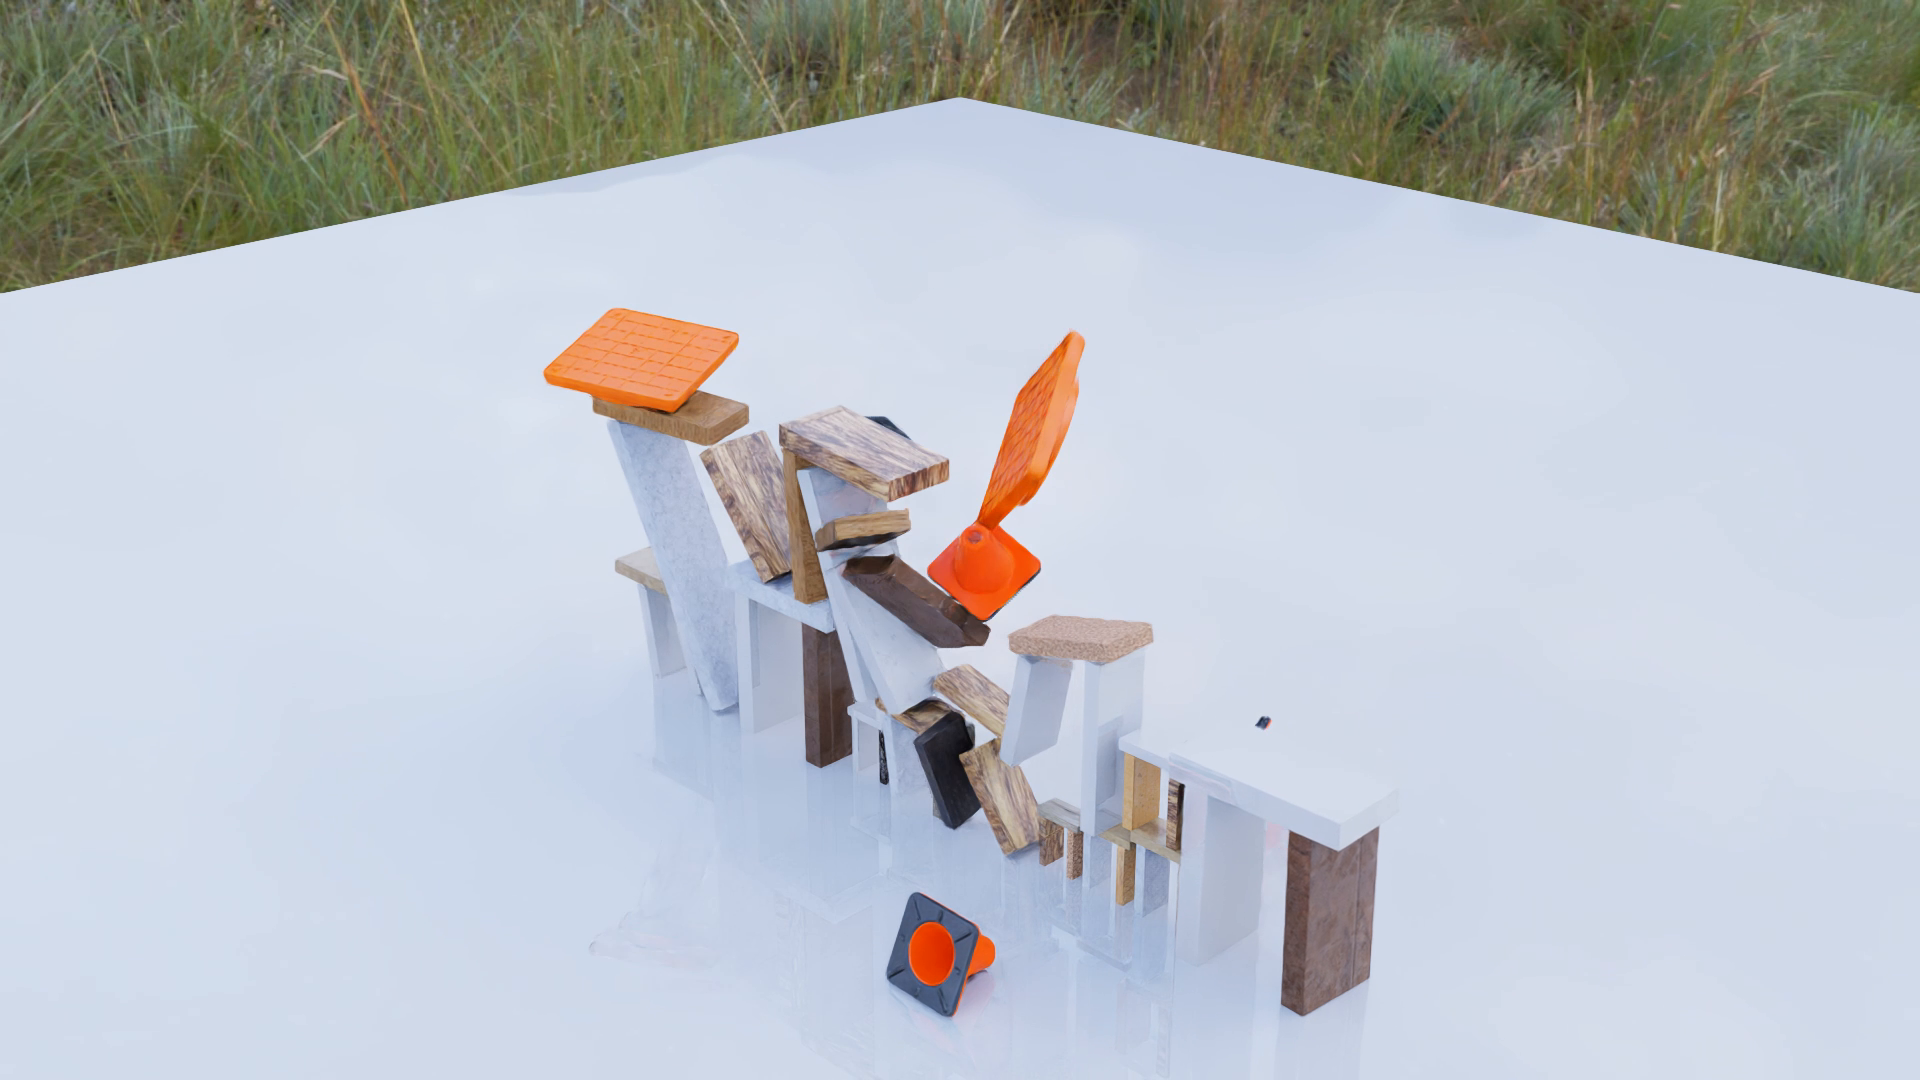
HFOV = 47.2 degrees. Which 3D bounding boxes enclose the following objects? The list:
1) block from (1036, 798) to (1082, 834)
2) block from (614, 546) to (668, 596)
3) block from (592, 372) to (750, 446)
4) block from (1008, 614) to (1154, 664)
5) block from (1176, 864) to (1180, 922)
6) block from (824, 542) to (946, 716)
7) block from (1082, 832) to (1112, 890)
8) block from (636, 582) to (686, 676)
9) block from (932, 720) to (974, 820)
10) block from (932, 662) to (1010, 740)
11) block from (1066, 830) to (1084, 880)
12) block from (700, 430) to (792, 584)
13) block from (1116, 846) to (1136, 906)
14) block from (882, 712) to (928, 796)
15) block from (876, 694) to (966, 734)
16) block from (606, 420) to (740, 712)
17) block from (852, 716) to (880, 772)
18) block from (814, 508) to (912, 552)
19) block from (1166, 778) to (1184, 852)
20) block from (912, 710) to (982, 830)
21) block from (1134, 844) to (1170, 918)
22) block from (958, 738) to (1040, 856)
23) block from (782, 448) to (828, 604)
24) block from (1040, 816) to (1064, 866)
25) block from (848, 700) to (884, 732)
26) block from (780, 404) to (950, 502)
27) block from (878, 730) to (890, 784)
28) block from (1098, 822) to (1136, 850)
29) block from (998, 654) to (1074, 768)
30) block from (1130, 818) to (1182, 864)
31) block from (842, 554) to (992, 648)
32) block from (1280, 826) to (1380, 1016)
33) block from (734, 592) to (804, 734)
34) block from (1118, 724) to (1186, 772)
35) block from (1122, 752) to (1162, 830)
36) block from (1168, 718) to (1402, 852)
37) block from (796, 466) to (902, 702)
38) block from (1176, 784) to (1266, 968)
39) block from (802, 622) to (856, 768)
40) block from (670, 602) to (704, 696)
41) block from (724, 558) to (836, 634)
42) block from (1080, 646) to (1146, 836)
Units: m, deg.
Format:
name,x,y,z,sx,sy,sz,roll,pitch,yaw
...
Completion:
name,x,y,z,sx,sy,sz,roll,pitch,yaw
block,0.204,0.528,4.222,0.107,0.015,0.054,21,31,41
block,-0.666,0.074,4.970,0.223,0.032,0.112,21,31,38
block,-0.627,-0.285,4.771,0.306,0.043,0.153,17,30,24
block,0.222,0.181,4.059,0.125,0.035,0.250,-22,17,-41
block,0.430,0.650,4.037,0.021,0.150,0.075,21,31,41
block,-0.143,0.177,4.407,0.141,0.318,0.040,-27,6,-35
block,0.262,0.597,4.193,0.018,0.125,0.063,21,31,41
block,-0.668,0.186,5.034,0.112,0.223,0.032,-21,21,-41
block,-0.013,0.463,4.434,0.092,0.184,0.026,-21,31,-40
block,0.060,0.329,4.380,0.215,0.030,0.108,36,27,22
block,0.229,0.594,4.223,0.015,0.107,0.054,21,31,41
block,-0.414,-0.072,4.644,0.153,0.306,0.043,-21,-9,-41
block,0.321,0.620,4.139,0.018,0.125,0.063,21,31,41
block,-0.109,0.425,4.518,0.092,0.184,0.026,-22,25,-39
block,-0.081,0.344,4.436,0.092,0.026,0.184,-18,29,-33
block,-0.596,0.035,4.865,0.153,0.677,0.043,-25,9,-42
block,-0.197,0.418,4.617,0.018,0.124,0.062,21,31,41
block,-0.190,-0.017,4.247,0.141,0.040,0.283,-8,-3,-12
block,0.410,0.480,3.990,0.078,0.157,0.022,-21,31,-40
block,-0.013,0.458,4.374,0.108,0.215,0.030,-36,33,-28
block,0.359,0.622,4.103,0.021,0.150,0.075,21,31,41
block,0.088,0.501,4.336,0.108,0.215,0.030,-21,-6,-40
block,-0.271,-0.044,4.498,0.162,0.323,0.046,-17,23,-34
block,0.178,0.575,4.269,0.015,0.107,0.054,21,31,41
block,-0.168,0.364,4.563,0.124,0.018,0.062,21,31,41
block,-0.191,-0.174,4.355,0.162,0.046,0.323,-22,37,-40
block,-0.139,0.441,4.564,0.018,0.124,0.062,21,31,41
block,0.292,0.543,4.138,0.125,0.018,0.063,21,31,40
block,0.149,0.307,4.200,0.125,0.250,0.035,-23,45,-39
block,0.395,0.557,4.037,0.075,0.021,0.150,-21,31,-41
block,-0.085,0.123,4.320,0.141,0.283,0.040,-5,55,49
block,0.643,0.630,3.816,0.180,0.359,0.051,-19,28,-37
block,-0.406,0.243,4.773,0.046,0.325,0.162,21,31,41
block,0.373,0.383,3.989,0.078,0.022,0.157,-21,31,-41
block,0.336,0.451,4.058,0.078,0.157,0.022,-21,31,-41
block,0.558,0.417,3.792,0.359,0.051,0.180,21,30,40
block,-0.194,0.072,4.456,0.162,0.483,0.046,-20,10,-34
block,0.473,0.571,3.954,0.180,0.359,0.051,-21,32,-41
block,-0.253,0.303,4.632,0.046,0.325,0.162,21,31,41
block,-0.573,0.224,4.947,0.112,0.223,0.032,-21,13,-41
block,-0.329,0.102,4.630,0.325,0.046,0.162,21,31,41
block,0.282,0.368,4.075,0.035,0.353,0.125,22,31,40
